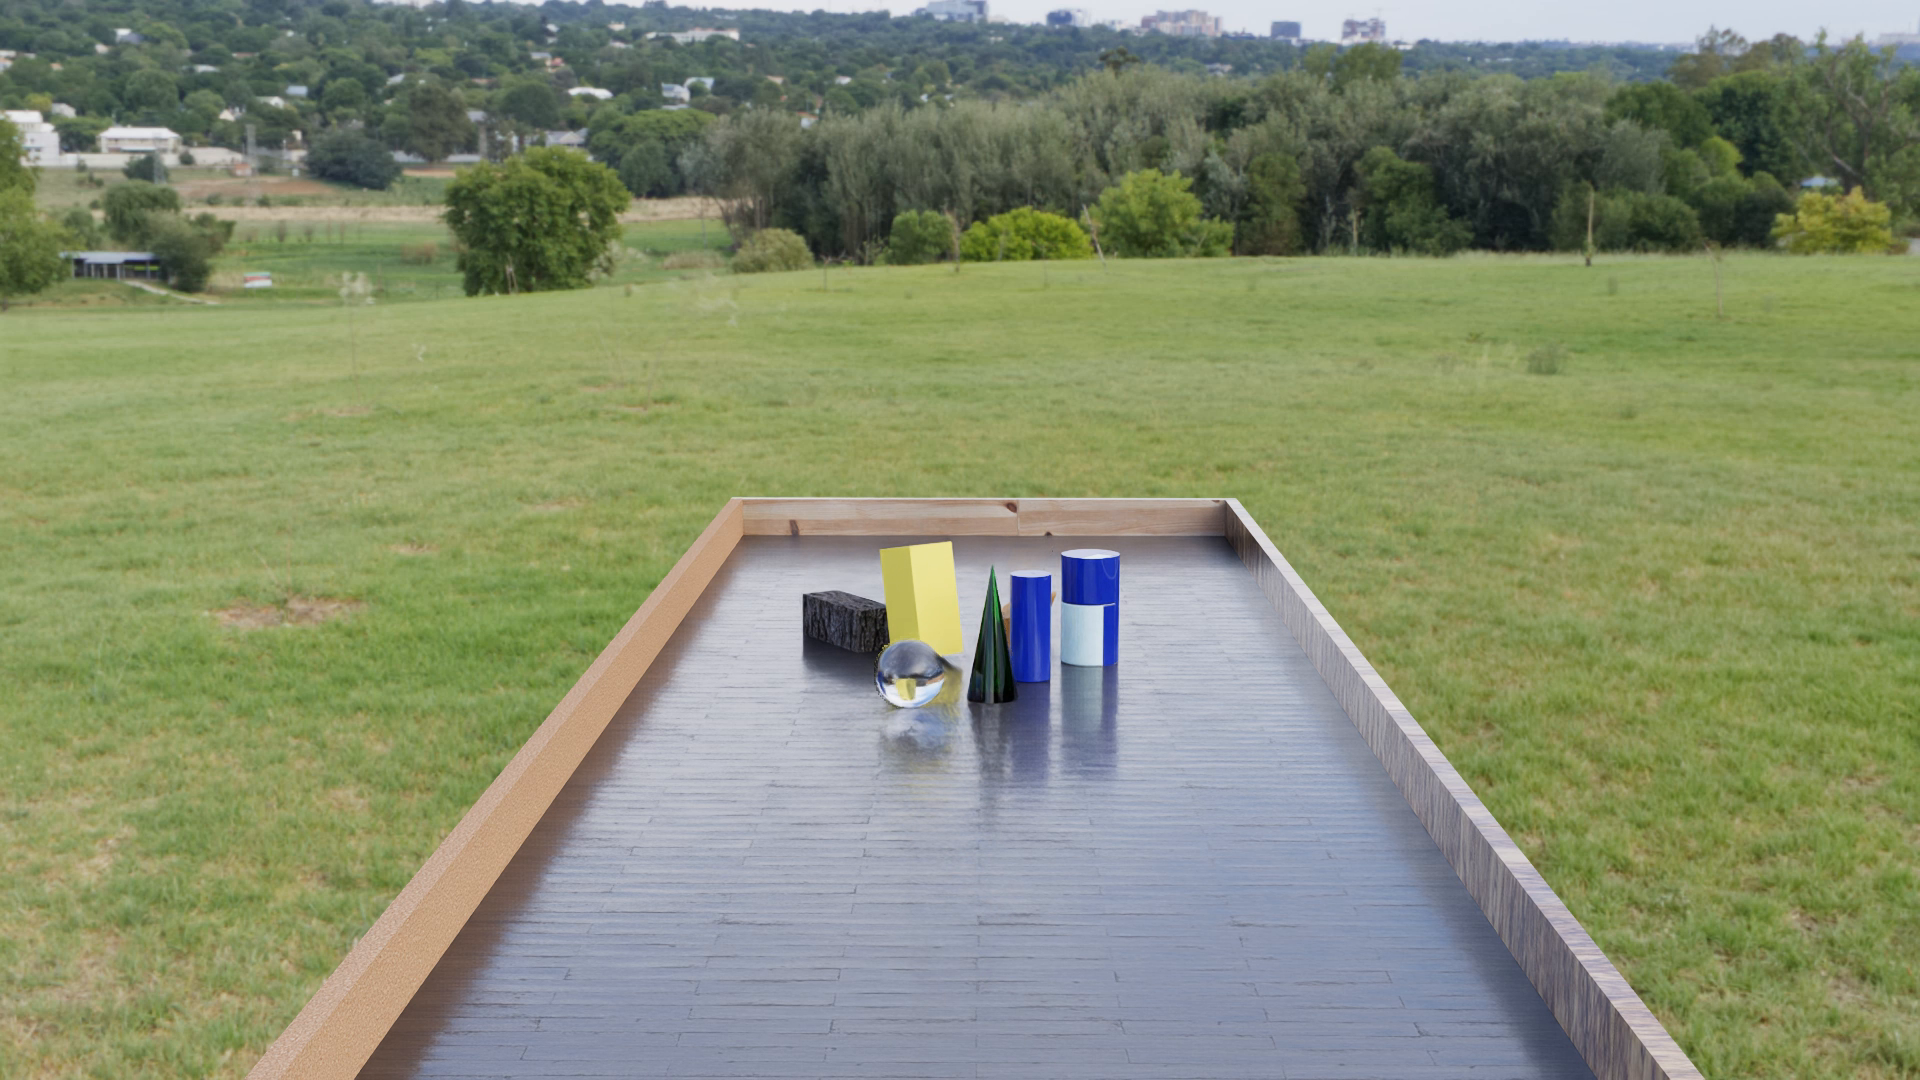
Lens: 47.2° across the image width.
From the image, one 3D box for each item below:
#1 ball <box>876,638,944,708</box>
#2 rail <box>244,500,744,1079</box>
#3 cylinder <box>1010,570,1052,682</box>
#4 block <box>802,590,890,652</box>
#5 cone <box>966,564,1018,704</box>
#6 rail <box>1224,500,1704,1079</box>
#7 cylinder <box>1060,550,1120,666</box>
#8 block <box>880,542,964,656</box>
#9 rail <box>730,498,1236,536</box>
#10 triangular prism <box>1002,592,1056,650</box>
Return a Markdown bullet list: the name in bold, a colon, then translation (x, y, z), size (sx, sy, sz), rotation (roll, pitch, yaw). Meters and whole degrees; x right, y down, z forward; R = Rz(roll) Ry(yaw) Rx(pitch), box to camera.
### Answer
- **ball**: translation (-0.139, 0.368, 6.073), size (0.191, 0.191, 0.191), rotation (0, 9, 0)
- **rail**: translation (-1.004, 0.839, 3.234), size (0.050, 0.150, 12.000), rotation (0, 9, 1)
- **cylinder**: translation (0.206, 0.252, 6.425), size (0.121, 0.312, 0.121), rotation (0, 9, 0)
- **block**: translation (-0.357, 0.256, 6.978), size (0.131, 0.131, 0.354), rotation (-6, 11, -32)
- **cone**: translation (0.091, 0.254, 6.171), size (0.144, 0.387, 0.144), rotation (0, 9, 0)
- **rail**: translation (1.046, 0.843, 3.208), size (0.050, 0.150, 12.000), rotation (0, 9, 1)
- **cylinder**: translation (0.395, 0.204, 6.671), size (0.177, 0.329, 0.177), rotation (0, 9, 0)
- **block**: translation (-0.117, 0.185, 6.691), size (0.157, 0.338, 0.157), rotation (-7, 1, -37)
- **rail**: translation (0.099, -0.098, 9.147), size (2.100, 0.150, 0.050), rotation (0, 9, 1)
- **triangular prism**: translation (0.208, 0.237, 6.989), size (0.108, 0.124, 0.458), rotation (-37, -3, 19)
